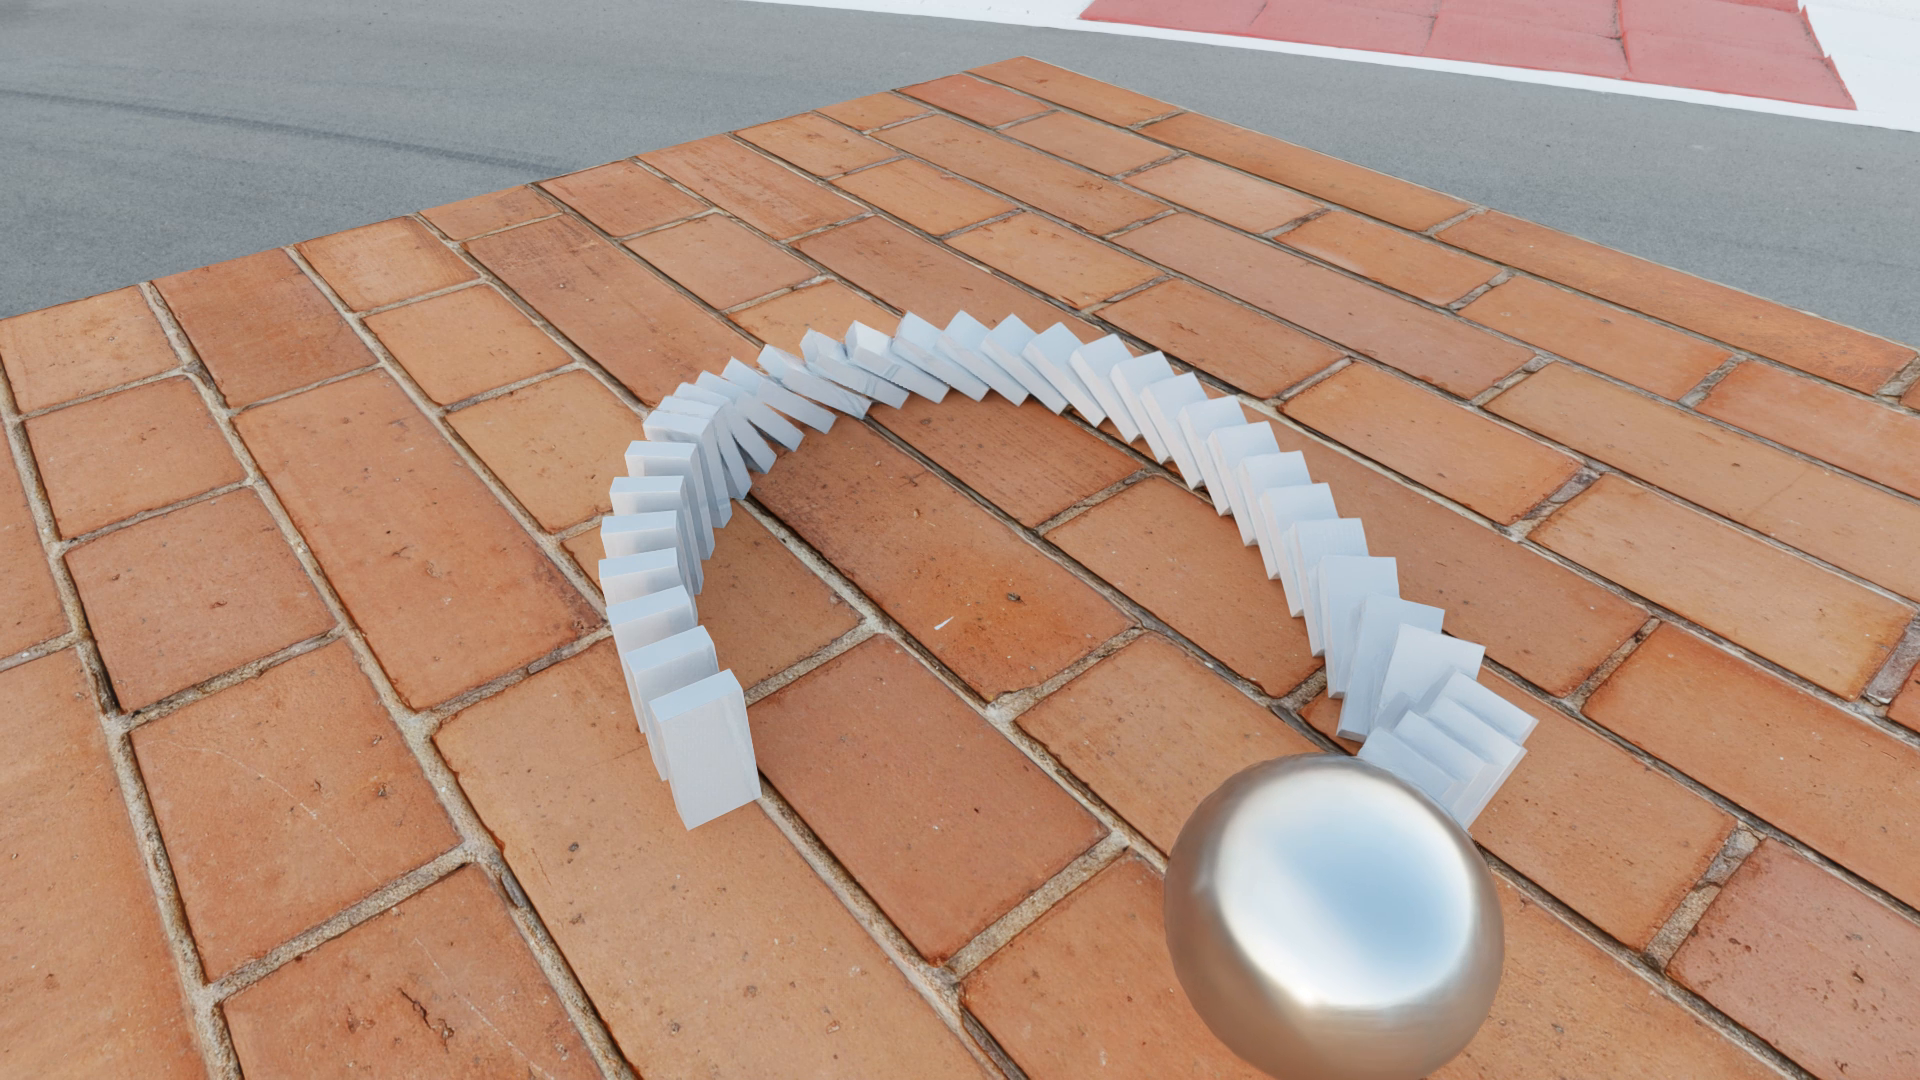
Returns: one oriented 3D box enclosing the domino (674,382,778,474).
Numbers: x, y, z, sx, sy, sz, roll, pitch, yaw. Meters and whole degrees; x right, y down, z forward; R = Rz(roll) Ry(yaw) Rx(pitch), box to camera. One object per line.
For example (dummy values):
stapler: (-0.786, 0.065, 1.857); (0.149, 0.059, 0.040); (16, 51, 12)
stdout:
domino: (-0.100, -0.047, 0.471); (0.025, 0.050, 0.009); (20, 73, 23)

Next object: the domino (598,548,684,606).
domino: (-0.106, 0.027, 0.379); (0.025, 0.050, 0.009); (-10, 40, -12)

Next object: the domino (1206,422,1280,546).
domino: (0.123, -0.024, 0.455); (0.025, 0.010, 0.050); (-10, 67, -12)

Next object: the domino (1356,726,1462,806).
domino: (0.117, 0.082, 0.317); (0.025, 0.050, 0.010); (39, 12, 38)

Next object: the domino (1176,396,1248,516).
domino: (0.114, -0.036, 0.471); (0.025, 0.010, 0.050); (-12, 68, -15)

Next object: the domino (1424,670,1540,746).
domino: (0.148, 0.068, 0.334); (0.025, 0.050, 0.010); (38, 11, 37)

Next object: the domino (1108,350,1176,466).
domino: (0.091, -0.060, 0.500); (0.025, 0.009, 0.050); (-19, 71, -22)

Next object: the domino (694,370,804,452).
domino: (-0.092, -0.056, 0.484); (0.025, 0.050, 0.010); (26, 85, 28)

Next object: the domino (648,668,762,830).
domino: (-0.076, 0.064, 0.333); (0.025, 0.050, 0.009); (-22, 44, -24)

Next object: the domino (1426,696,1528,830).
domino: (0.140, 0.074, 0.326); (0.025, 0.050, 0.009); (40, 12, 38)

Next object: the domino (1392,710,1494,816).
domino: (0.129, 0.078, 0.321); (0.025, 0.050, 0.009); (39, 12, 38)

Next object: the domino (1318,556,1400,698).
domino: (0.142, 0.031, 0.388); (0.025, 0.010, 0.050); (2, 67, 2)

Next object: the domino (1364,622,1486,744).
domino: (0.146, 0.054, 0.349); (0.025, 0.050, 0.009); (16, 4, 19)

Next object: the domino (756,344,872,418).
domino: (-0.067, -0.073, 0.510); (0.050, 0.009, 0.025); (18, 20, -46)

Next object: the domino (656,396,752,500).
domino: (-0.106, -0.038, 0.457); (0.025, 0.050, 0.009); (13, 59, 16)

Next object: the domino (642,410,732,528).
domino: (-0.109, -0.028, 0.445); (0.025, 0.050, 0.009); (10, 45, 12)

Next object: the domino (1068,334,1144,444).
domino: (0.075, -0.071, 0.512); (0.025, 0.009, 0.050); (-26, 74, -28)

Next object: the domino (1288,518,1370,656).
domino: (0.139, 0.017, 0.406); (0.025, 0.009, 0.050); (-3, 66, -3)

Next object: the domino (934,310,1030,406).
domino: (0.014, -0.088, 0.533); (0.050, 0.010, 0.025); (35, 43, -5)

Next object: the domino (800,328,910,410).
domino: (-0.050, -0.081, 0.521); (0.050, 0.009, 0.025); (20, 28, -33)

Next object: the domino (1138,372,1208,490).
domino: (0.102, -0.049, 0.486); (0.025, 0.009, 0.050); (-18, 70, -20)

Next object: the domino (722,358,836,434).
domino: (-0.081, -0.065, 0.498); (0.025, 0.010, 0.050); (35, 7, 35)

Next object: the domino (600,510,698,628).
domino: (-0.111, 0.013, 0.395); (0.025, 0.050, 0.010); (-6, 40, -7)

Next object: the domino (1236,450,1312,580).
domino: (0.130, -0.010, 0.439); (0.025, 0.010, 0.050); (-7, 67, -8)

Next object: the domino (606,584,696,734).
domino: (-0.098, 0.040, 0.363); (0.025, 0.050, 0.009); (-17, 42, -20)

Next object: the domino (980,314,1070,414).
domino: (0.036, -0.085, 0.529); (0.050, 0.010, 0.025); (41, 48, 2)

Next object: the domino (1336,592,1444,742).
domino: (0.145, 0.045, 0.371); (0.025, 0.009, 0.050); (14, 69, 13)

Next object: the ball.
ball: (0.091, 0.093, 0.274); (0.080, 0.080, 0.080); (0, 39, 0)

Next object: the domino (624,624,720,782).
domino: (-0.088, 0.052, 0.348); (0.025, 0.050, 0.009); (-20, 44, -23)

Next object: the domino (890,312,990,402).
domino: (-0.008, -0.089, 0.533); (0.050, 0.010, 0.025); (29, 38, -13)

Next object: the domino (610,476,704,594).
domino: (-0.113, -0.001, 0.413); (0.025, 0.050, 0.010); (-2, 39, -2)

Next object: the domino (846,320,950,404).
domino: (-0.030, -0.085, 0.528); (0.050, 0.009, 0.025); (22, 32, -26)

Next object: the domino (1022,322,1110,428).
domino: (0.056, -0.079, 0.522); (0.050, 0.010, 0.025); (46, 52, 7)

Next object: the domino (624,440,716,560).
domino: (-0.113, -0.015, 0.430); (0.025, 0.050, 0.010); (3, 39, 4)

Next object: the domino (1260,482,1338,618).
domino: (0.134, 0.003, 0.422); (0.025, 0.009, 0.050); (-6, 66, -7)
